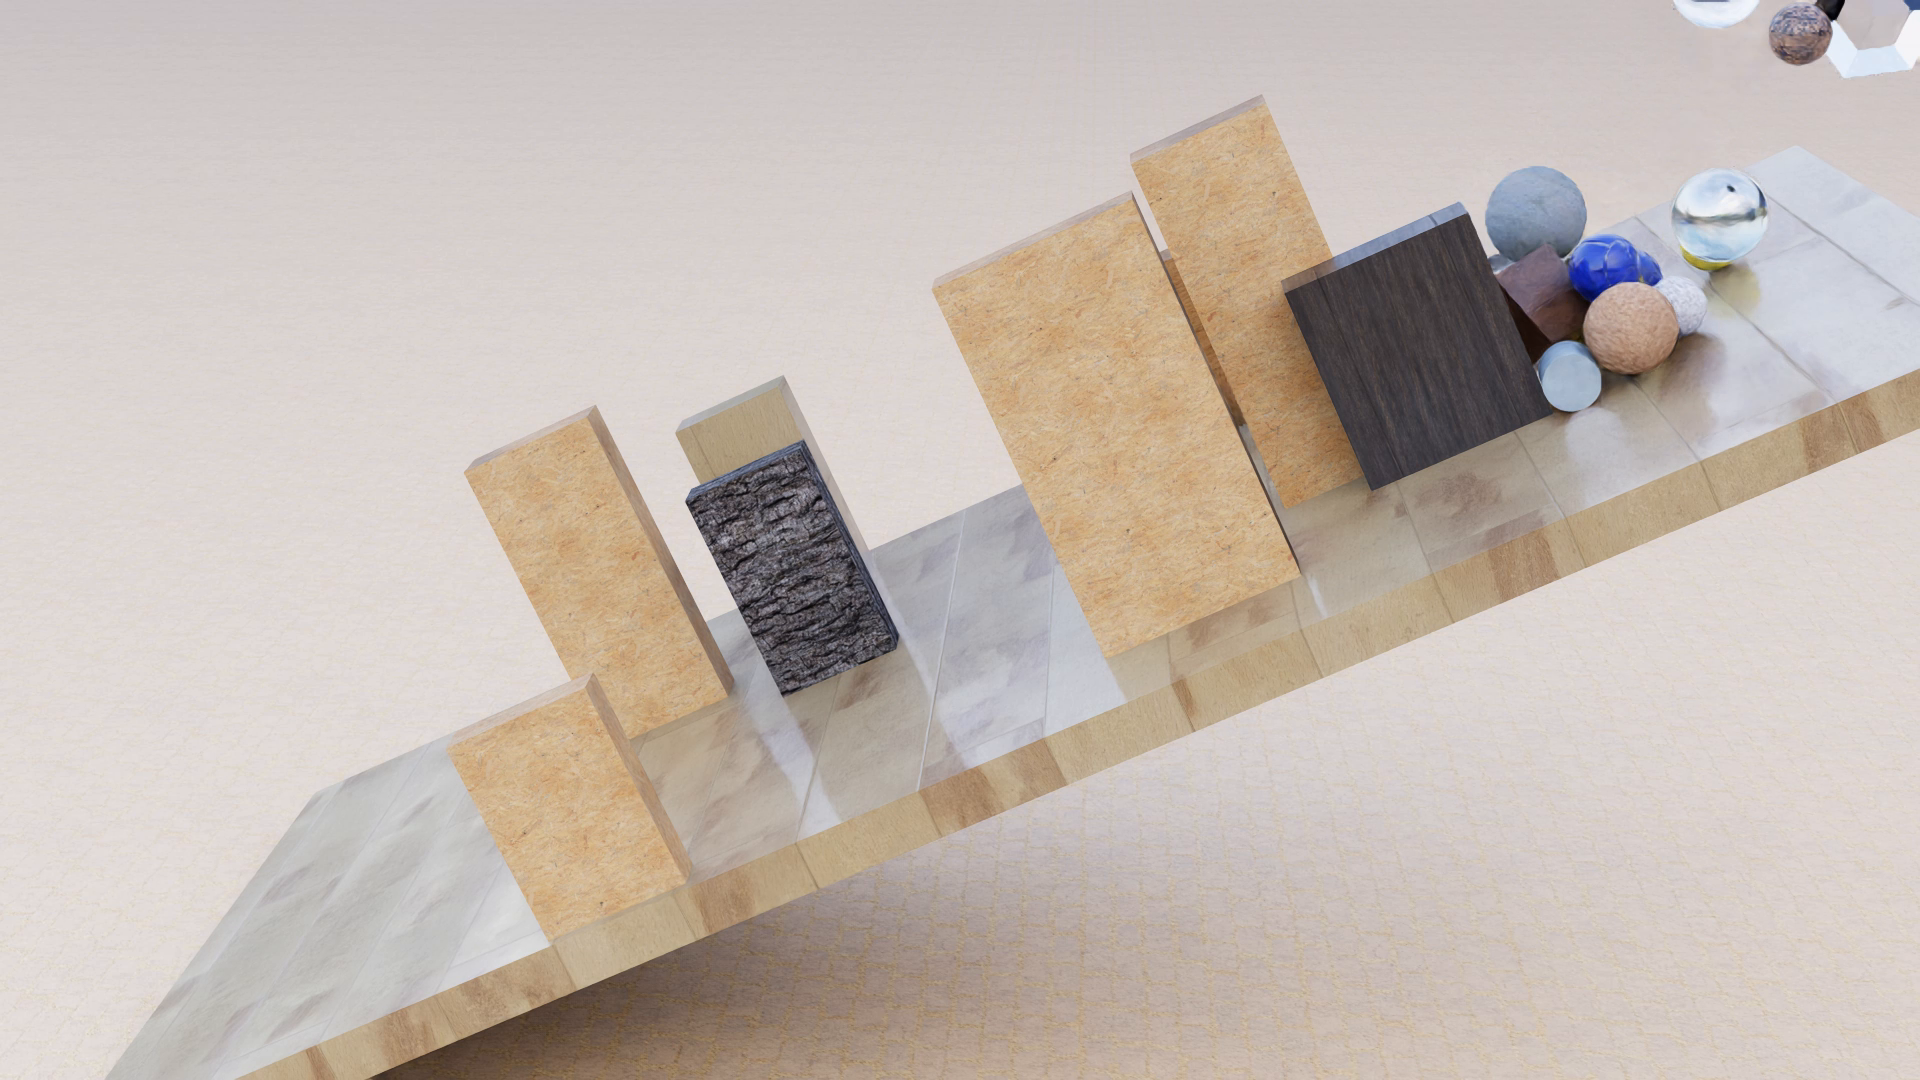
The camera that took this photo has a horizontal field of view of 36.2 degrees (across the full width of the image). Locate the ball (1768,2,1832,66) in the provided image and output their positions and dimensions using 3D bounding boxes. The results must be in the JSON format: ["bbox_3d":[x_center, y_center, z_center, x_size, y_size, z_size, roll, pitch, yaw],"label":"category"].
[{"bbox_3d":[1.596,-0.961,5.587,0.119,0.119,0.119,0,16,0],"label":"ball"}]

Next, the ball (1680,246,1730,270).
[{"bbox_3d":[1.582,-0.632,6.204,0.128,0.128,0.128,0,16,0],"label":"ball"}]

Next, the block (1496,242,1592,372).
[{"bbox_3d":[1.148,-0.451,5.951,0.180,0.180,0.180,-32,76,-34],"label":"block"}]

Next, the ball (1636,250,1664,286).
[{"bbox_3d":[1.405,-0.542,6.165,0.134,0.134,0.134,0,16,0],"label":"ball"}]

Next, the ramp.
[{"bbox_3d":[0.134,0.169,6.283,4.000,0.100,2.000,-24,13,9],"label":"ramp"}]

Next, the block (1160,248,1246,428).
[{"bbox_3d":[0.619,-0.493,6.803,0.375,0.425,0.149,-24,13,9],"label":"block"}]

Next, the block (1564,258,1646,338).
[{"bbox_3d":[1.300,-0.484,6.059,0.165,0.165,0.165,-34,16,-31],"label":"block"}]

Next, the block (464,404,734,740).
[{"bbox_3d":[-0.802,0.085,6.578,0.305,0.704,0.123,-24,13,9],"label":"block"}]

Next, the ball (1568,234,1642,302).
[{"bbox_3d":[1.283,-0.539,5.850,0.141,0.141,0.141,0,16,0],"label":"ball"}]

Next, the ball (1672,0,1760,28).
[{"bbox_3d":[1.450,-1.070,5.634,0.178,0.178,0.178,0,16,0],"label":"ball"}]

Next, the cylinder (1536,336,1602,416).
[{"bbox_3d":[1.191,-0.321,5.744,0.114,0.114,0.114,5,35,18],"label":"cylinder"}]

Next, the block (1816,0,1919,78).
[{"bbox_3d":[1.737,-0.996,5.592,0.154,0.154,0.154,-10,53,-19],"label":"block"}]

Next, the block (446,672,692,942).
[{"bbox_3d":[-0.722,0.495,5.458,0.288,0.416,0.097,-24,13,9],"label":"block"}]

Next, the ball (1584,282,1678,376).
[{"bbox_3d":[1.301,-0.410,5.707,0.180,0.180,0.180,0,16,0],"label":"ball"}]

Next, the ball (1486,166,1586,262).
[{"bbox_3d":[1.205,-0.677,6.155,0.209,0.209,0.209,0,16,0],"label":"ball"}]

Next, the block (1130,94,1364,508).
[{"bbox_3d":[0.634,-0.479,5.939,0.290,0.773,0.142,-24,13,9],"label":"block"}]

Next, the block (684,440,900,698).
[{"bbox_3d":[-0.358,0.062,6.330,0.271,0.482,0.106,-24,13,9],"label":"block"}]

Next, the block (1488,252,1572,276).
[{"bbox_3d":[1.250,-0.542,6.365,0.176,0.176,0.176,-22,14,17],"label":"block"}]

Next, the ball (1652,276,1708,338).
[{"bbox_3d":[1.422,-0.463,5.846,0.122,0.122,0.122,0,16,0],"label":"ball"}]

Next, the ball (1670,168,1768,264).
[{"bbox_3d":[1.504,-0.643,5.824,0.188,0.188,0.188,0,16,0],"label":"ball"}]

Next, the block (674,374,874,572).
[{"bbox_3d":[-0.444,-0.103,7.084,0.274,0.507,0.133,-24,13,9],"label":"block"}]

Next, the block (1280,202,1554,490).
[{"bbox_3d":[0.900,-0.382,5.812,0.384,0.437,0.138,-24,13,9],"label":"block"}]

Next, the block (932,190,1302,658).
[{"bbox_3d":[0.296,-0.211,5.508,0.403,0.780,0.109,-24,13,9],"label":"block"}]
